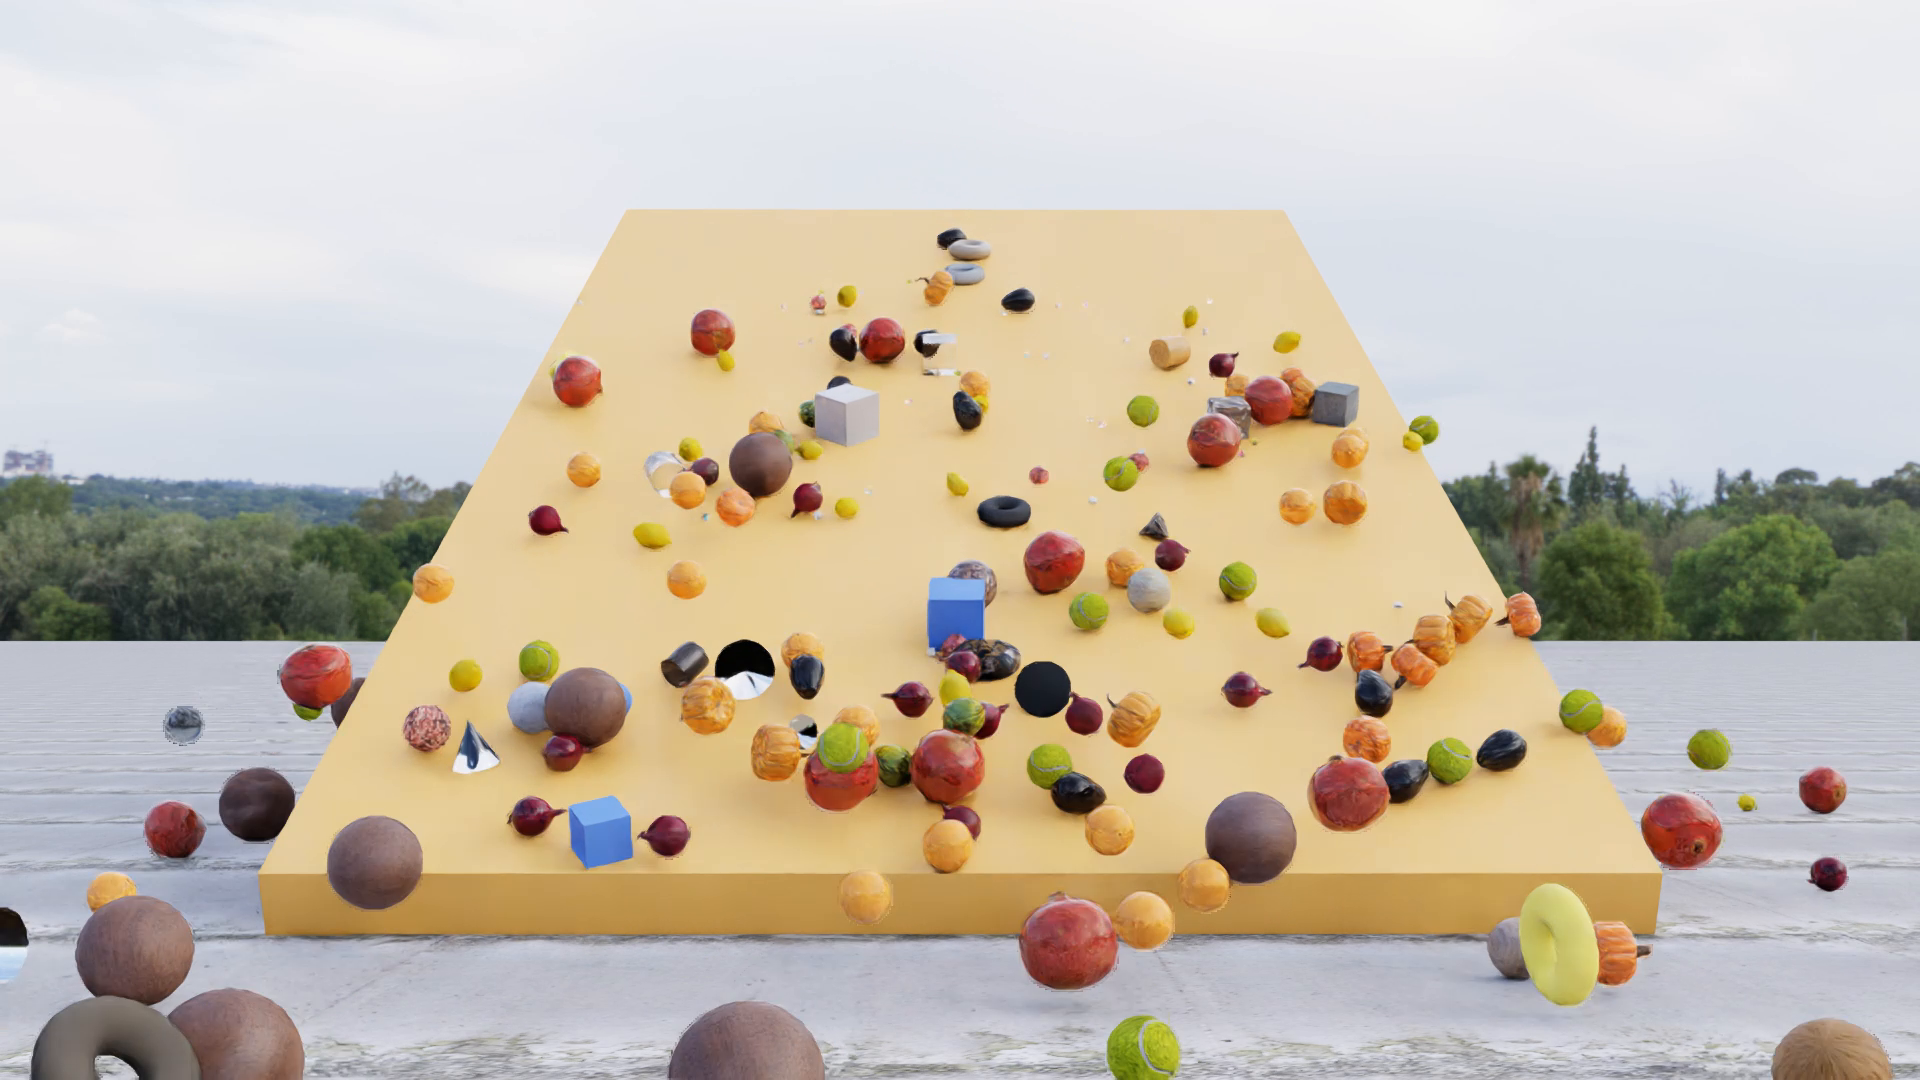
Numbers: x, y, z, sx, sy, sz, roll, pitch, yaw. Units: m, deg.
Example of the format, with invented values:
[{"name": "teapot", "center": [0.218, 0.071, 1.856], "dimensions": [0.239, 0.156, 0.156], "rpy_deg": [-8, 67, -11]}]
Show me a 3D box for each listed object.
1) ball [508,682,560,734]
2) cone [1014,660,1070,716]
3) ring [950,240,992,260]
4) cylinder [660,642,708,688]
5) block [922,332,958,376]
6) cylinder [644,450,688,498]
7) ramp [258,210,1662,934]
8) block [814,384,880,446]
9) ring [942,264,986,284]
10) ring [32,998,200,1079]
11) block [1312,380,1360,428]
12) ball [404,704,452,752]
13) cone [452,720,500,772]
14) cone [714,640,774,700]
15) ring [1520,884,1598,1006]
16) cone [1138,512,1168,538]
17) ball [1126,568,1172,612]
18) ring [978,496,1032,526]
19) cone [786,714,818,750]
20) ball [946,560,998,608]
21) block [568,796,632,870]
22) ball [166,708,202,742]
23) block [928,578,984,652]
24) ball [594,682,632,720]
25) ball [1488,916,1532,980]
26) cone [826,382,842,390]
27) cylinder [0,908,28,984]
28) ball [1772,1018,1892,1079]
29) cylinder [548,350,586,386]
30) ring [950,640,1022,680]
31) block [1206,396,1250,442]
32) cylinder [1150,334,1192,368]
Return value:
[{"name": "ball", "center": [-0.682, 0.268, 3.667], "dimensions": [0.082, 0.082, 0.082], "rpy_deg": [0, -2, 0]}, {"name": "cone", "center": [0.140, 0.247, 3.779], "dimensions": [0.093, 0.093, 0.093], "rpy_deg": [0, -7, 7]}, {"name": "ring", "center": [0.029, -0.817, 6.452], "dimensions": [0.120, 0.040, 0.120], "rpy_deg": [1, 21, 0]}, {"name": "cylinder", "center": [-0.461, 0.208, 3.835], "dimensions": [0.057, 0.057, 0.057], "rpy_deg": [-2, 30, 41]}, {"name": "block", "center": [-0.047, -0.442, 5.454], "dimensions": [0.081, 0.081, 0.081], "rpy_deg": [0, 22, 0]}, {"name": "cylinder", "center": [-0.602, -0.135, 4.687], "dimensions": [0.076, 0.076, 0.076], "rpy_deg": [1, 20, -21]}, {"name": "ramp", "center": [-0.006, -0.219, 5.139], "dimensions": [2.000, 0.100, 4.000], "rpy_deg": [0, 22, 0]}, {"name": "block", "center": [-0.247, -0.273, 5.004], "dimensions": [0.099, 0.099, 0.099], "rpy_deg": [19, 29, 40]}, {"name": "ring", "center": [0.011, -0.720, 6.210], "dimensions": [0.116, 0.039, 0.116], "rpy_deg": [0, 23, 0]}, {"name": "ring", "center": [-0.652, 0.415, 1.776], "dimensions": [0.045, 0.135, 0.135], "rpy_deg": [-45, -25, 25]}, {"name": "block", "center": [0.840, -0.303, 5.117], "dimensions": [0.076, 0.076, 0.076], "rpy_deg": [13, 25, 28]}, {"name": "ball", "center": [-0.838, 0.296, 3.607], "dimensions": [0.074, 0.074, 0.074], "rpy_deg": [0, -2, 0]}, {"name": "cone", "center": [-0.755, 0.313, 3.548], "dimensions": [0.074, 0.074, 0.074], "rpy_deg": [-7, 13, 2]}, {"name": "cone", "center": [-0.361, 0.219, 3.844], "dimensions": [0.099, 0.099, 0.099], "rpy_deg": [0, -5, -5]}, {"name": "ring", "center": [0.676, 0.457, 2.591], "dimensions": [0.046, 0.138, 0.138], "rpy_deg": [-6, -1, -11]}, {"name": "cone", "center": [0.371, -0.020, 4.472], "dimensions": [0.054, 0.054, 0.054], "rpy_deg": [-22, -9, 17]}, {"name": "ball", "center": [0.339, 0.091, 4.119], "dimensions": [0.081, 0.081, 0.081], "rpy_deg": [0, -2, 0]}, {"name": "ring", "center": [0.088, -0.056, 4.548], "dimensions": [0.108, 0.036, 0.108], "rpy_deg": [1, 23, 0]}, {"name": "cone", "center": [-0.264, 0.307, 3.647], "dimensions": [0.055, 0.055, 0.055], "rpy_deg": [2, -10, -34]}, {"name": "ball", "center": [0.021, 0.082, 4.121], "dimensions": [0.094, 0.094, 0.094], "rpy_deg": [0, -2, 0]}, {"name": "block", "center": [-0.518, 0.420, 3.303], "dimensions": [0.069, 0.069, 0.069], "rpy_deg": [-11, 24, -26]}, {"name": "ball", "center": [-1.378, 0.329, 4.068], "dimensions": [0.063, 0.063, 0.063], "rpy_deg": [0, -2, 0]}, {"name": "block", "center": [-0.006, 0.130, 3.998], "dimensions": [0.096, 0.096, 0.096], "rpy_deg": [1, 22, 2]}, {"name": "ball", "center": [-0.562, 0.260, 3.714], "dimensions": [0.062, 0.062, 0.062], "rpy_deg": [0, -2, 0]}, {"name": "ball", "center": [0.701, 0.511, 2.873], "dimensions": [0.078, 0.078, 0.078], "rpy_deg": [0, -2, 0]}, {"name": "cone", "center": [-0.272, -0.343, 5.278], "dimensions": [0.061, 0.061, 0.061], "rpy_deg": [-1, 18, 17]}, {"name": "cylinder", "center": [-1.205, 0.494, 2.789], "dimensions": [0.093, 0.093, 0.093], "rpy_deg": [-4, -4, 21]}, {"name": "ball", "center": [0.755, 0.464, 1.985], "dimensions": [0.098, 0.098, 0.098], "rpy_deg": [0, -2, 0]}, {"name": "cylinder", "center": [-0.912, -0.399, 5.322], "dimensions": [0.062, 0.062, 0.062], "rpy_deg": [-41, -24, 27]}, {"name": "ring", "center": [0.043, 0.203, 3.890], "dimensions": [0.122, 0.041, 0.122], "rpy_deg": [0, 20, 0]}, {"name": "block", "center": [0.588, -0.266, 5.022], "dimensions": [0.076, 0.076, 0.076], "rpy_deg": [-3, 22, -9]}, {"name": "cylinder", "center": [0.504, -0.452, 5.490], "dimensions": [0.071, 0.071, 0.071], "rpy_deg": [-14, 6, -35]}]
